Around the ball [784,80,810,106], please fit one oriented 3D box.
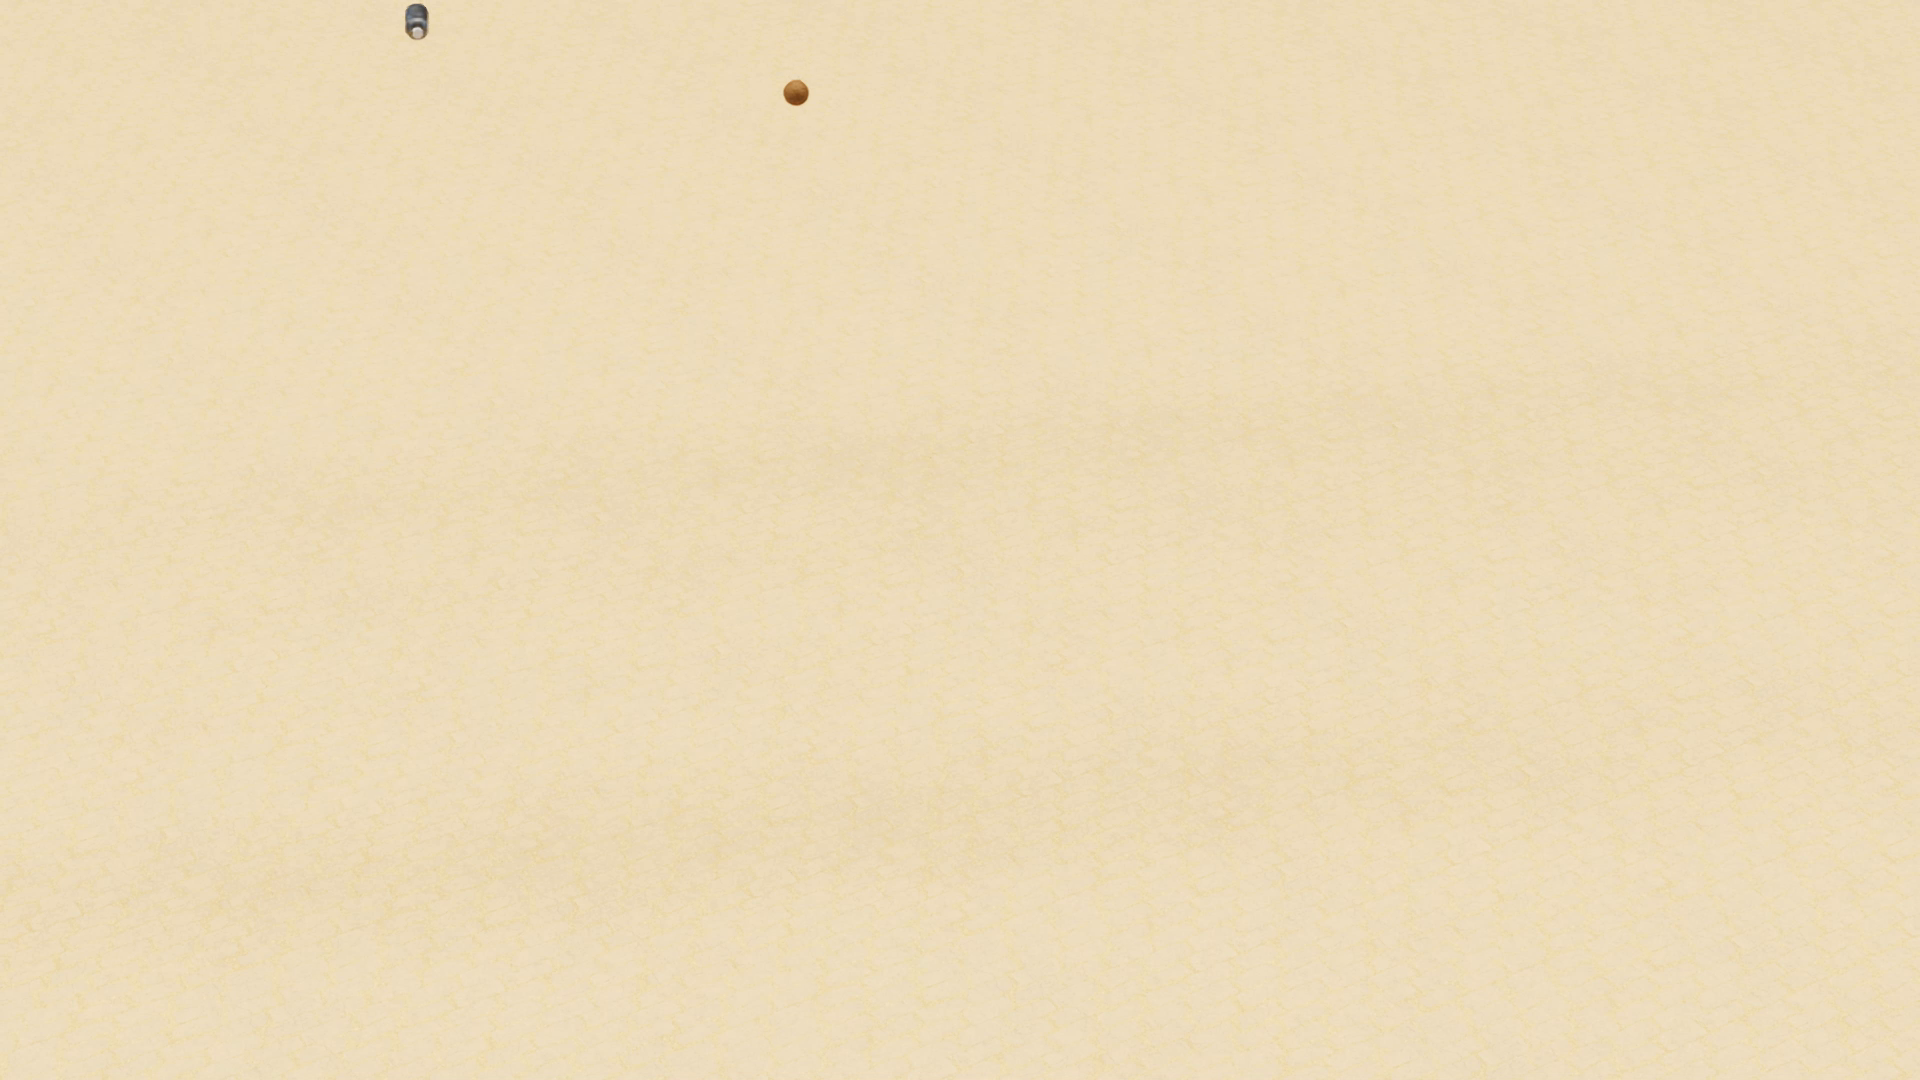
[{"bbox_3d":[-0.541,-1.478,9.691,0.085,0.085,0.085,0,33,0],"label":"ball"}]
